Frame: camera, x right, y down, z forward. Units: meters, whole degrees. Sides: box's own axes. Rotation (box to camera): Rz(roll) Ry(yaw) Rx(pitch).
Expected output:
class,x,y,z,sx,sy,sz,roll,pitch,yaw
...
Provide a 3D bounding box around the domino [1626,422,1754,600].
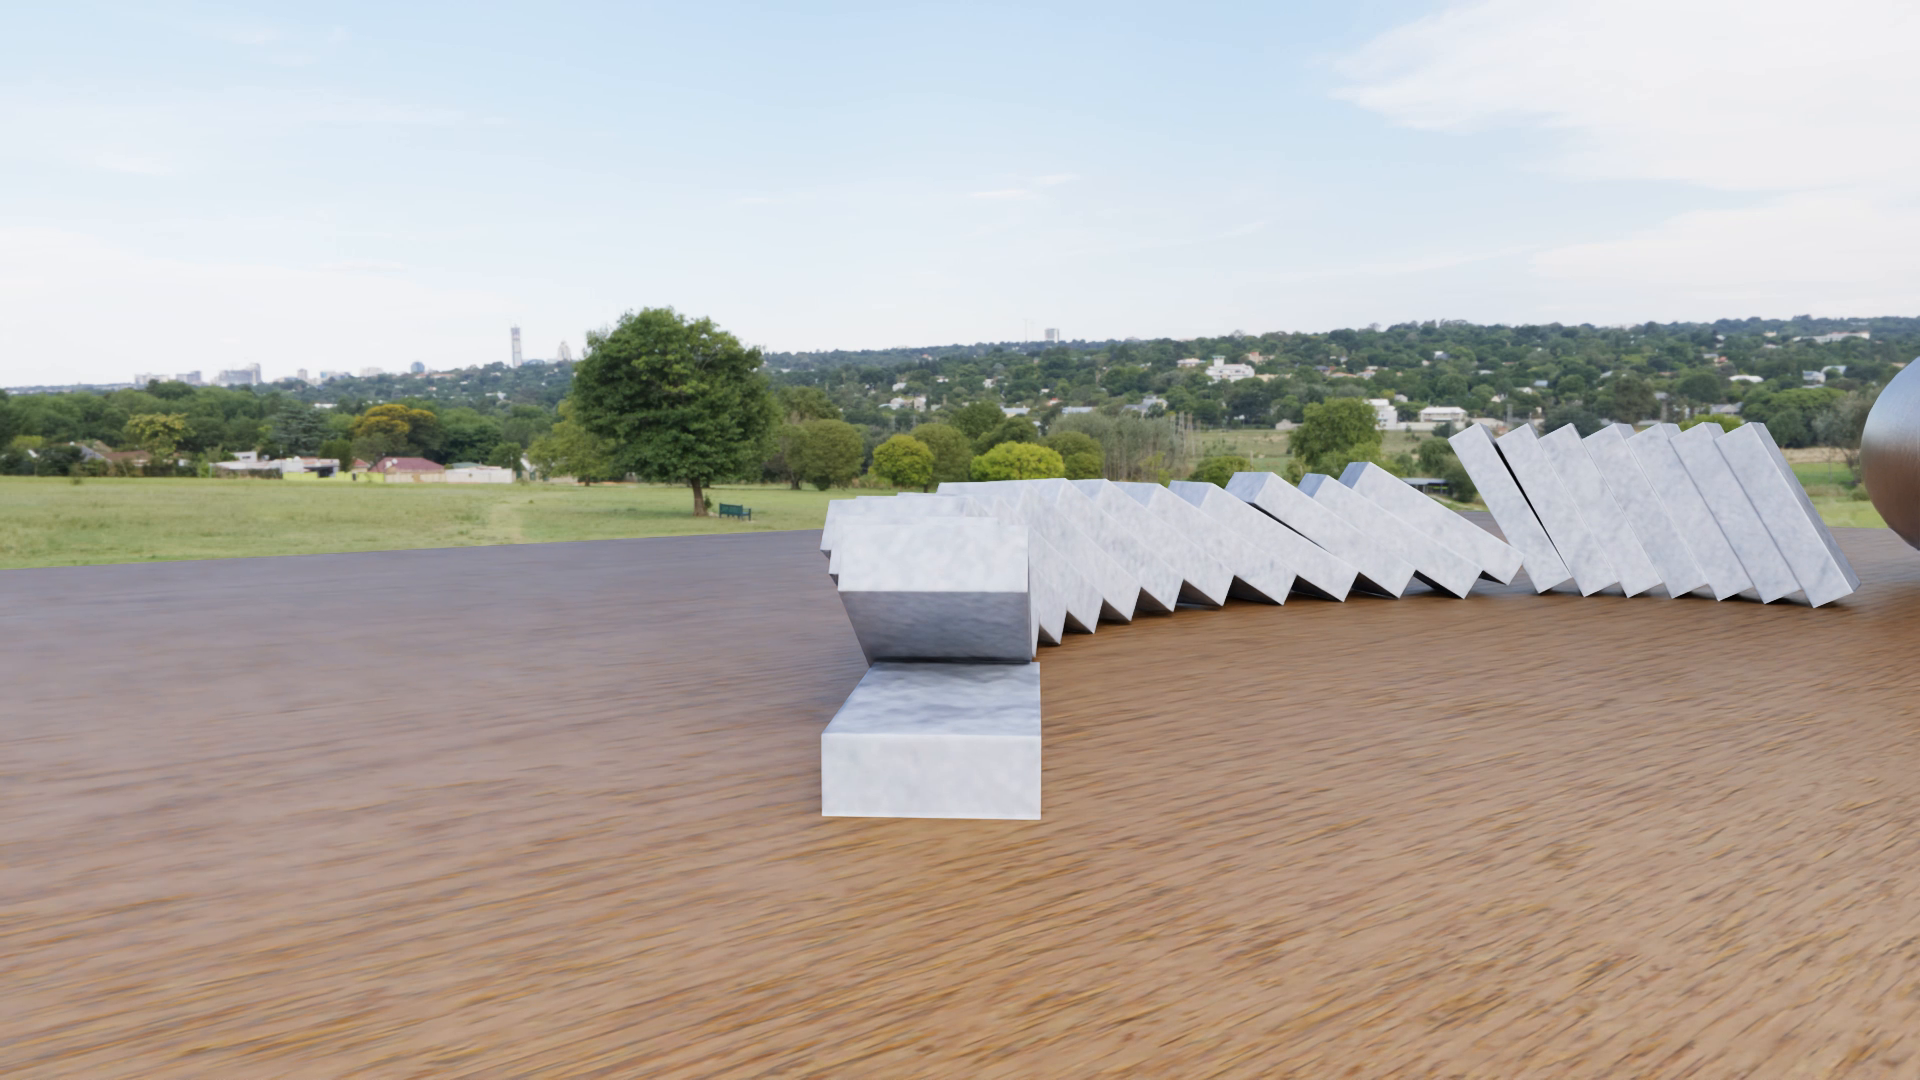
class,x,y,z,sx,sy,sz,roll,pitch,yaw
domino,0.207,-0.009,0.361,0.009,0.050,0.025,-33,-17,36

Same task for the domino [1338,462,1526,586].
class,x,y,z,sx,sy,sz,roll,pitch,yaw
domino,0.133,-0.005,0.366,0.050,0.010,0.025,31,5,2

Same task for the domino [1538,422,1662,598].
class,x,y,z,sx,sy,sz,roll,pitch,yaw
domino,0.183,-0.009,0.368,0.010,0.050,0.025,-30,-10,26

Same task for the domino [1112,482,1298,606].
class,x,y,z,sx,sy,sz,roll,pitch,yaw
domino,0.062,0.001,0.340,0.050,0.009,0.025,30,-9,-24

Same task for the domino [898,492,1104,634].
class,x,y,z,sx,sy,sz,roll,pitch,yaw
domino,0.009,0.006,0.278,0.025,0.009,0.050,3,-24,35

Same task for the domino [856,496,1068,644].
class,x,y,z,sx,sy,sz,roll,pitch,yaw
domino,0.001,0.007,0.258,0.025,0.010,0.050,1,-25,28

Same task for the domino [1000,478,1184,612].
class,x,y,z,sx,sy,sz,roll,pitch,yaw
domino,0.029,0.002,0.310,0.025,0.010,0.050,0,-28,46

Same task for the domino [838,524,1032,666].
class,x,y,z,sx,sy,sz,roll,pitch,yaw
domino,-0.002,0.012,0.193,0.025,0.009,0.050,0,-23,4

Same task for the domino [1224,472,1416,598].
class,x,y,z,sx,sy,sz,roll,pitch,yaw
domino,0.099,-0.002,0.358,0.050,0.009,0.025,32,-3,-11

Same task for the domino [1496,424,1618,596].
class,x,y,z,sx,sy,sz,roll,pitch,yaw
domino,0.172,-0.009,0.370,0.009,0.050,0.025,-30,-10,26

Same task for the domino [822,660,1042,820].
class,x,y,z,sx,sy,sz,roll,pitch,yaw
domino,-0.002,0.025,0.171,0.025,0.009,0.050,0,4,3

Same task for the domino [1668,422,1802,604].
class,x,y,z,sx,sy,sz,roll,pitch,yaw
domino,0.215,-0.008,0.353,0.010,0.050,0.025,-33,-18,36

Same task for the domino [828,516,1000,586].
class,x,y,z,sx,sy,sz,roll,pitch,yaw
domino,-0.003,0.011,0.215,0.025,0.010,0.050,1,-23,9

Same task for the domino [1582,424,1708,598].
class,x,y,z,sx,sy,sz,roll,pitch,yaw
domino,0.197,-0.009,0.366,0.009,0.050,0.025,-33,-16,34

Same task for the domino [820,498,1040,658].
class,x,y,z,sx,sy,sz,roll,pitch,yaw
domino,-0.004,0.008,0.236,0.025,0.009,0.050,0,-26,19

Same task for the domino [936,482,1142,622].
class,x,y,z,sx,sy,sz,roll,pitch,yaw
domino,0.018,0.003,0.295,0.025,0.010,0.050,1,-27,41

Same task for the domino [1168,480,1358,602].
class,x,y,z,sx,sy,sz,roll,pitch,yaw
domino,0.081,0.000,0.351,0.050,0.010,0.025,29,-4,-16

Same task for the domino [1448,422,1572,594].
class,x,y,z,sx,sy,sz,roll,pitch,yaw
domino,0.160,-0.010,0.373,0.009,0.050,0.025,-32,-13,25

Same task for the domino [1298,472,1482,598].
class,x,y,z,sx,sy,sz,roll,pitch,yaw
domino,0.120,-0.002,0.364,0.050,0.010,0.025,31,5,-1

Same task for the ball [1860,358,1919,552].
class,x,y,z,sx,sy,sz,roll,pitch,yaw
ball,0.336,-0.028,0.410,0.080,0.080,0.080,0,4,0

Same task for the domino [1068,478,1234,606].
class,x,y,z,sx,sy,sz,roll,pitch,yaw
domino,0.044,0.001,0.325,0.050,0.010,0.025,32,-17,-31

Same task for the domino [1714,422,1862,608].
class,x,y,z,sx,sy,sz,roll,pitch,yaw
domino,0.223,-0.008,0.346,0.009,0.050,0.025,-33,-17,36
